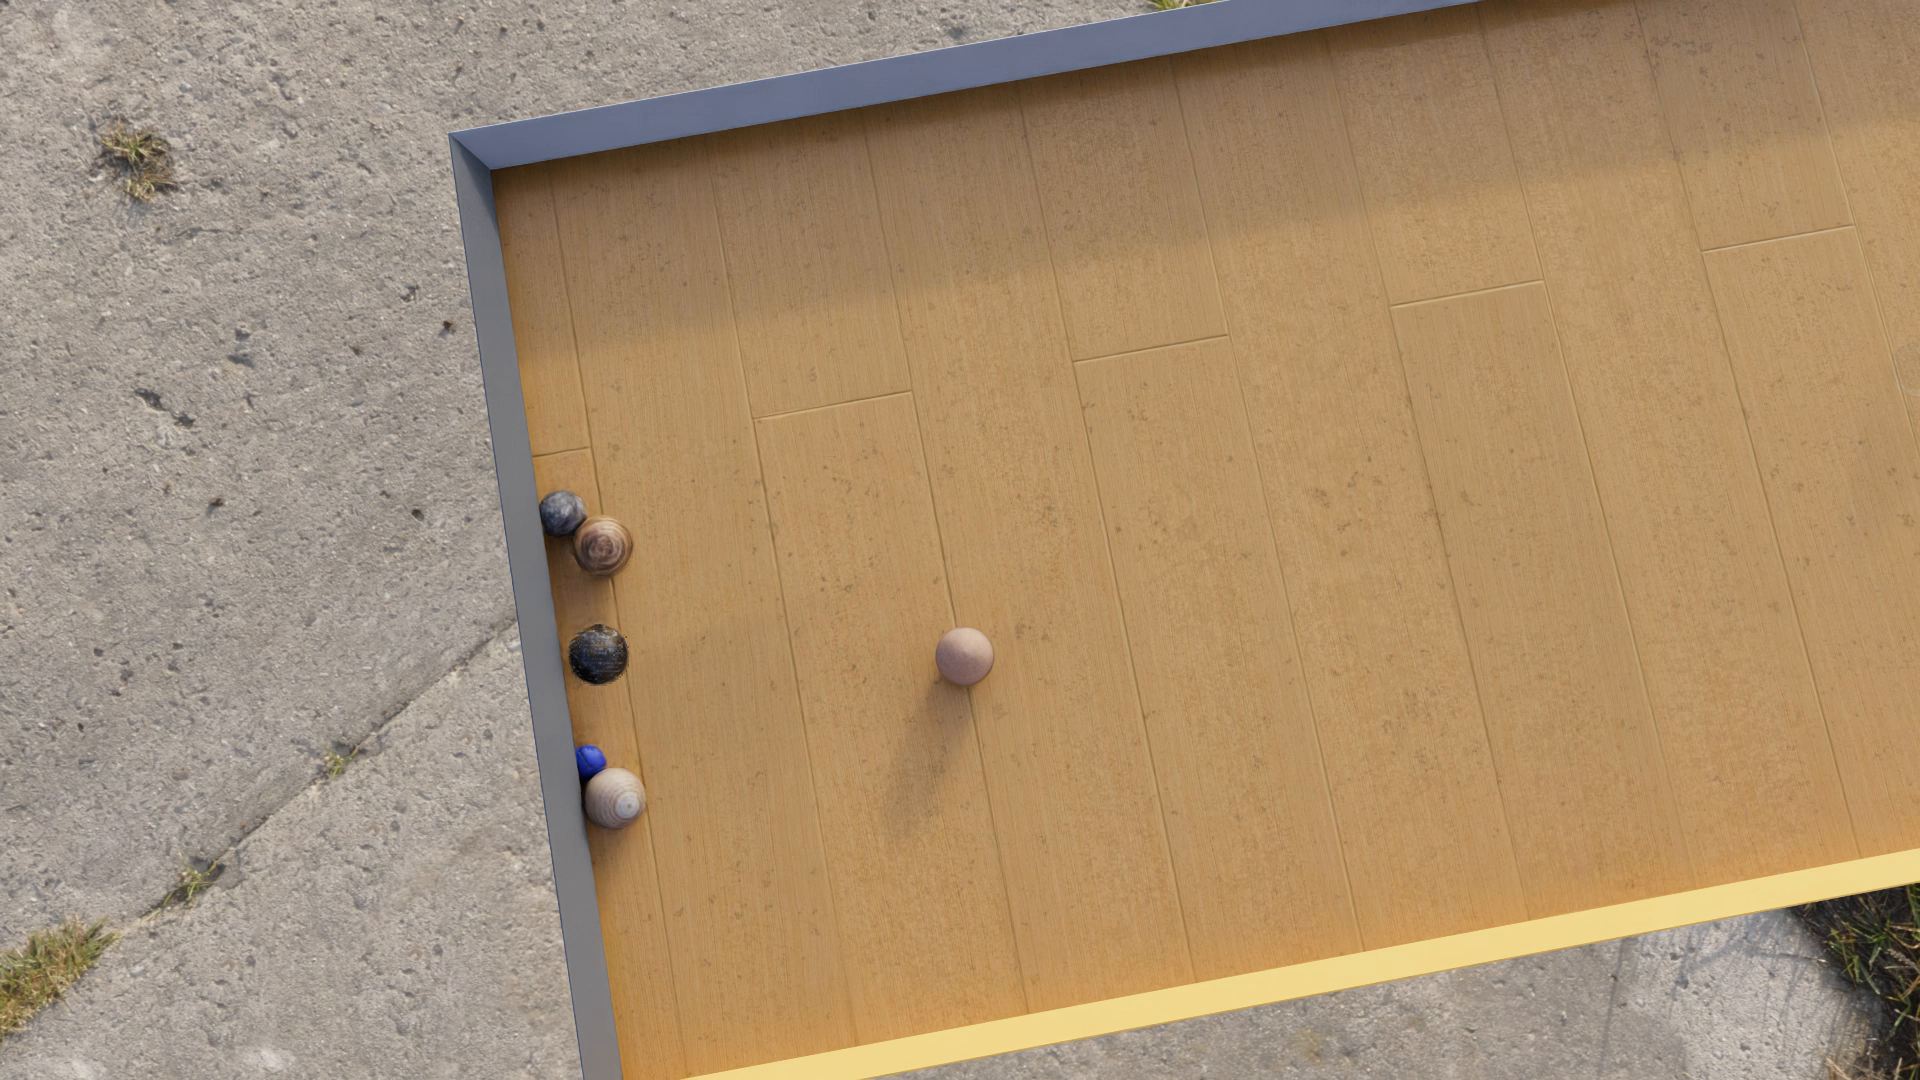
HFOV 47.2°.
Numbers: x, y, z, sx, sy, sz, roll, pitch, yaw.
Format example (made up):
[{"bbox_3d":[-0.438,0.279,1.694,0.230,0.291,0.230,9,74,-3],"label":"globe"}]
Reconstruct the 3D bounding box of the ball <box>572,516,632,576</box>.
[{"bbox_3d":[-0.536,0.009,3.292,0.089,0.089,0.089,0,78,0],"label":"ball"}]

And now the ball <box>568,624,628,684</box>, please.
[{"bbox_3d":[-0.536,0.170,3.259,0.088,0.088,0.088,0,78,0],"label":"ball"}]

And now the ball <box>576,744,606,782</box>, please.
[{"bbox_3d":[-0.549,0.329,3.244,0.054,0.054,0.054,0,78,0],"label":"ball"}]

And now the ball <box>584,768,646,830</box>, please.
[{"bbox_3d":[-0.504,0.378,3.214,0.091,0.091,0.091,0,78,0],"label":"ball"}]

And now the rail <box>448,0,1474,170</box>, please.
[{"bbox_3d":[0.516,-0.817,3.450,2.628,0.118,0.045,-10,78,-2],"label":"rail"}]

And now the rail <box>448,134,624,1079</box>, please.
[{"bbox_3d":[-0.623,0.107,3.256,0.045,0.118,1.496,-10,78,-2],"label":"rail"}]

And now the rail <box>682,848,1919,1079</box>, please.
[{"bbox_3d":[0.776,0.578,3.157,2.628,0.118,0.045,-10,78,-2],"label":"rail"}]

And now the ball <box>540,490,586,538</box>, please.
[{"bbox_3d":[-0.598,-0.040,3.312,0.072,0.072,0.072,0,78,0],"label":"ball"}]

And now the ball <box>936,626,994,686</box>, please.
[{"bbox_3d":[0.007,0.172,3.259,0.088,0.088,0.088,0,78,0],"label":"ball"}]
